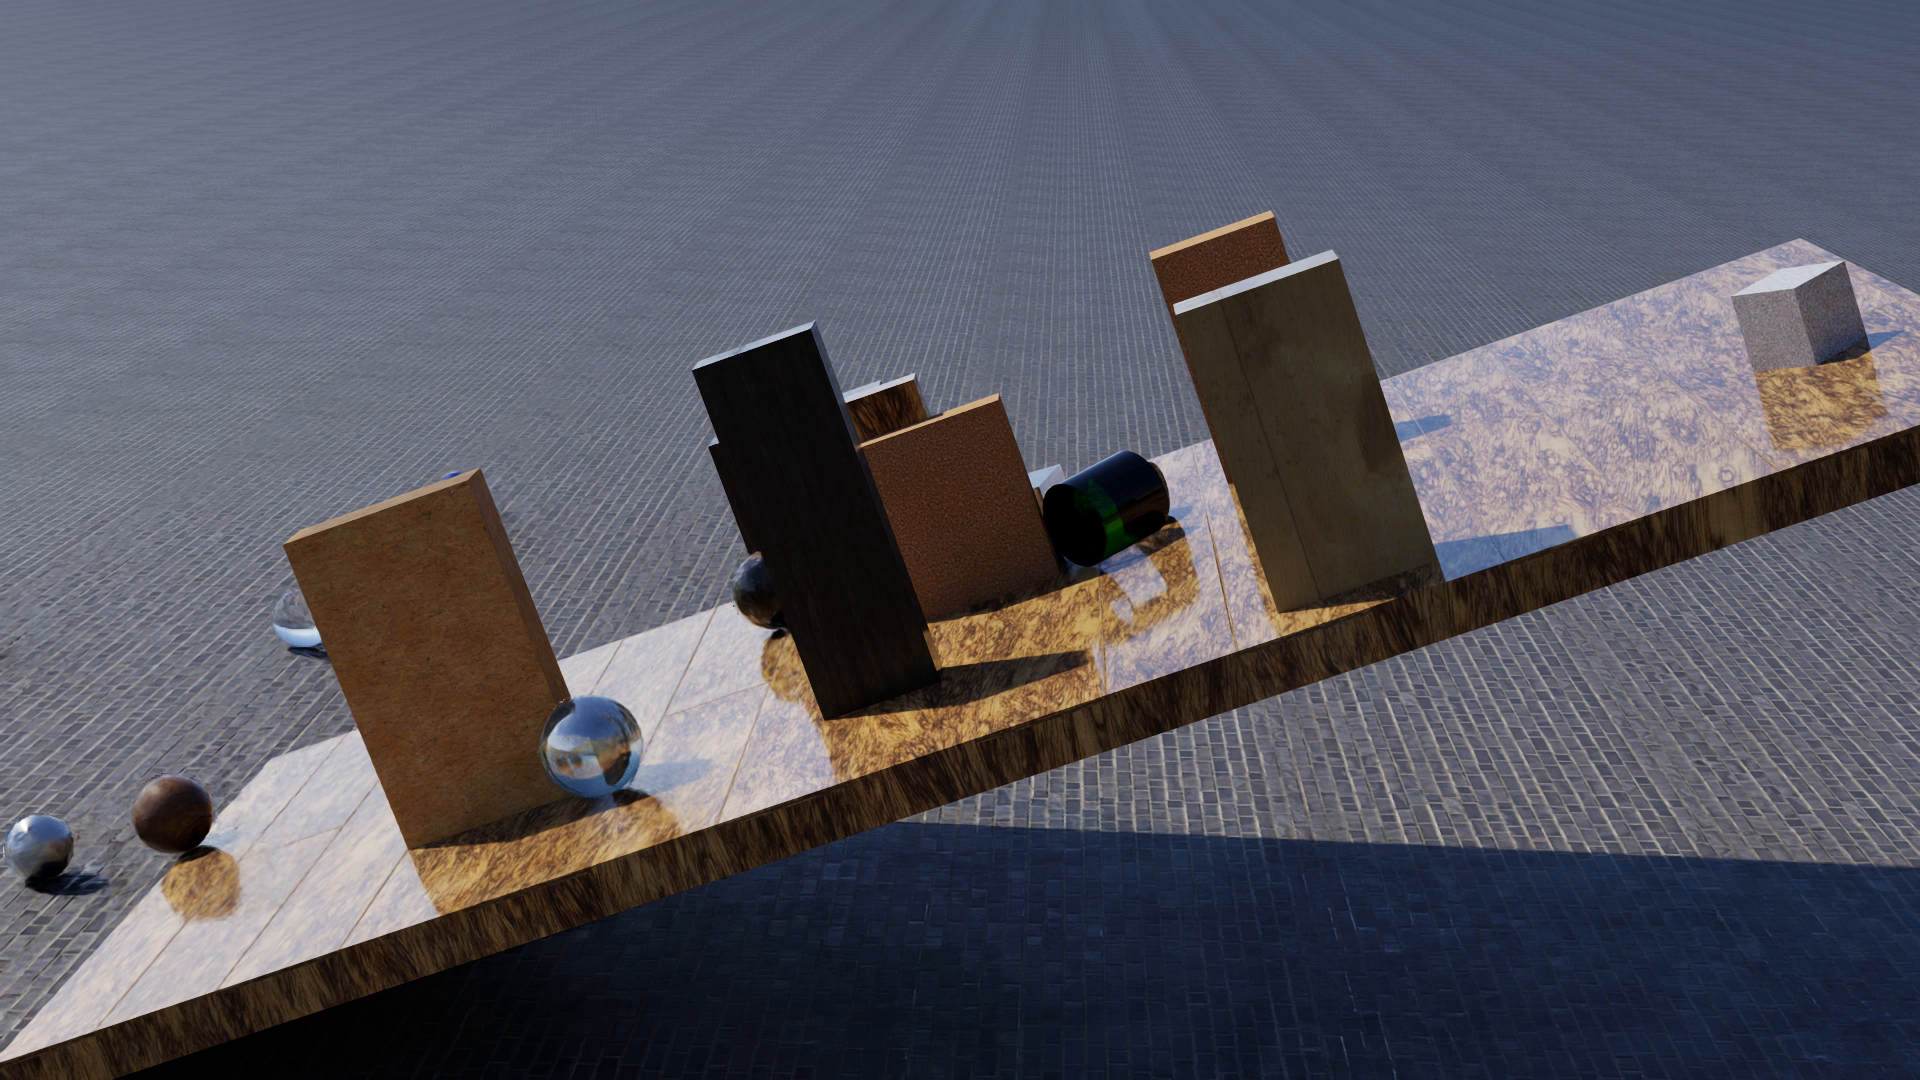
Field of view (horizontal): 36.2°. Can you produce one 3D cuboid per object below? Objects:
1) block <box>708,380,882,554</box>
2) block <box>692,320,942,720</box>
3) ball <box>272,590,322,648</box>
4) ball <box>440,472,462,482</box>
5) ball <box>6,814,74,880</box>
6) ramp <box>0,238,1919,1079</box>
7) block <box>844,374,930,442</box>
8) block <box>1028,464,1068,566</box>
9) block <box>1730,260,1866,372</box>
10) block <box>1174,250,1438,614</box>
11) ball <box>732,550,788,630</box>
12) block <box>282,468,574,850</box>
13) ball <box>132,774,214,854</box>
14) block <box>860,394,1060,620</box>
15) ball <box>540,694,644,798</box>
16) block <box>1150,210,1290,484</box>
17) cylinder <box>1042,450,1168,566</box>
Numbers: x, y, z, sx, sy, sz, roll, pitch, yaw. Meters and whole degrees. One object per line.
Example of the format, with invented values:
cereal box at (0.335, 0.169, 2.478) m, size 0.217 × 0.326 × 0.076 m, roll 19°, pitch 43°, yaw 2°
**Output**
block at (-0.318, -0.101, 7.006) m, size 0.427 × 0.433 × 0.115 m, roll -19°, pitch 11°, yaw 6°
block at (-0.277, -0.036, 5.805) m, size 0.246 × 0.746 × 0.111 m, roll -19°, pitch 11°, yaw 6°
ball at (-1.995, 0.239, 8.929) m, size 0.181 × 0.181 × 0.181 m, roll 0°, pitch 13°, yaw 0°
ball at (-1.888, -0.194, 11.011) m, size 0.123 × 0.123 × 0.123 m, roll 0°, pitch 13°, yaw 0°
ball at (-2.140, 0.715, 6.843) m, size 0.153 × 0.153 × 0.153 m, roll 0°, pitch 13°, yaw 0°
ramp at (0.112, 0.178, 6.301) m, size 4.000 × 0.100 × 2.000 m, roll -19°, pitch 11°, yaw 6°
block at (-0.144, -0.082, 6.441) m, size 0.274 × 0.498 × 0.087 m, roll -19°, pitch 11°, yaw 6°
block at (0.146, -0.036, 6.535) m, size 0.182 × 0.182 × 0.182 m, roll -16°, pitch 12°, yaw 21°
block at (1.679, -0.447, 5.887) m, size 0.162 × 0.162 × 0.162 m, roll -27°, pitch 13°, yaw -31°
block at (0.635, -0.199, 5.409) m, size 0.308 × 0.587 × 0.136 m, roll -19°, pitch 11°, yaw 6°
ball at (-0.434, 0.113, 6.818) m, size 0.187 × 0.187 × 0.187 m, roll 0°, pitch 13°, yaw 0°
block at (-1.051, 0.243, 5.993) m, size 0.400 × 0.678 × 0.134 m, roll -19°, pitch 11°, yaw 6°
ball at (-1.807, 0.630, 6.752) m, size 0.181 × 0.181 × 0.181 m, roll 0°, pitch 13°, yaw 0°
block at (-0.002, -0.068, 6.364) m, size 0.324 × 0.407 × 0.089 m, roll -19°, pitch 11°, yaw 6°
ball at (-0.734, 0.411, 5.863) m, size 0.206 × 0.206 × 0.206 m, roll 0°, pitch 13°, yaw 0°
block at (0.653, -0.435, 6.640) m, size 0.289 × 0.538 × 0.132 m, roll -19°, pitch 11°, yaw 6°
cylinder at (0.315, -0.068, 6.367) m, size 0.193 × 0.193 × 0.193 m, roll -28°, pitch 27°, yaw -34°
